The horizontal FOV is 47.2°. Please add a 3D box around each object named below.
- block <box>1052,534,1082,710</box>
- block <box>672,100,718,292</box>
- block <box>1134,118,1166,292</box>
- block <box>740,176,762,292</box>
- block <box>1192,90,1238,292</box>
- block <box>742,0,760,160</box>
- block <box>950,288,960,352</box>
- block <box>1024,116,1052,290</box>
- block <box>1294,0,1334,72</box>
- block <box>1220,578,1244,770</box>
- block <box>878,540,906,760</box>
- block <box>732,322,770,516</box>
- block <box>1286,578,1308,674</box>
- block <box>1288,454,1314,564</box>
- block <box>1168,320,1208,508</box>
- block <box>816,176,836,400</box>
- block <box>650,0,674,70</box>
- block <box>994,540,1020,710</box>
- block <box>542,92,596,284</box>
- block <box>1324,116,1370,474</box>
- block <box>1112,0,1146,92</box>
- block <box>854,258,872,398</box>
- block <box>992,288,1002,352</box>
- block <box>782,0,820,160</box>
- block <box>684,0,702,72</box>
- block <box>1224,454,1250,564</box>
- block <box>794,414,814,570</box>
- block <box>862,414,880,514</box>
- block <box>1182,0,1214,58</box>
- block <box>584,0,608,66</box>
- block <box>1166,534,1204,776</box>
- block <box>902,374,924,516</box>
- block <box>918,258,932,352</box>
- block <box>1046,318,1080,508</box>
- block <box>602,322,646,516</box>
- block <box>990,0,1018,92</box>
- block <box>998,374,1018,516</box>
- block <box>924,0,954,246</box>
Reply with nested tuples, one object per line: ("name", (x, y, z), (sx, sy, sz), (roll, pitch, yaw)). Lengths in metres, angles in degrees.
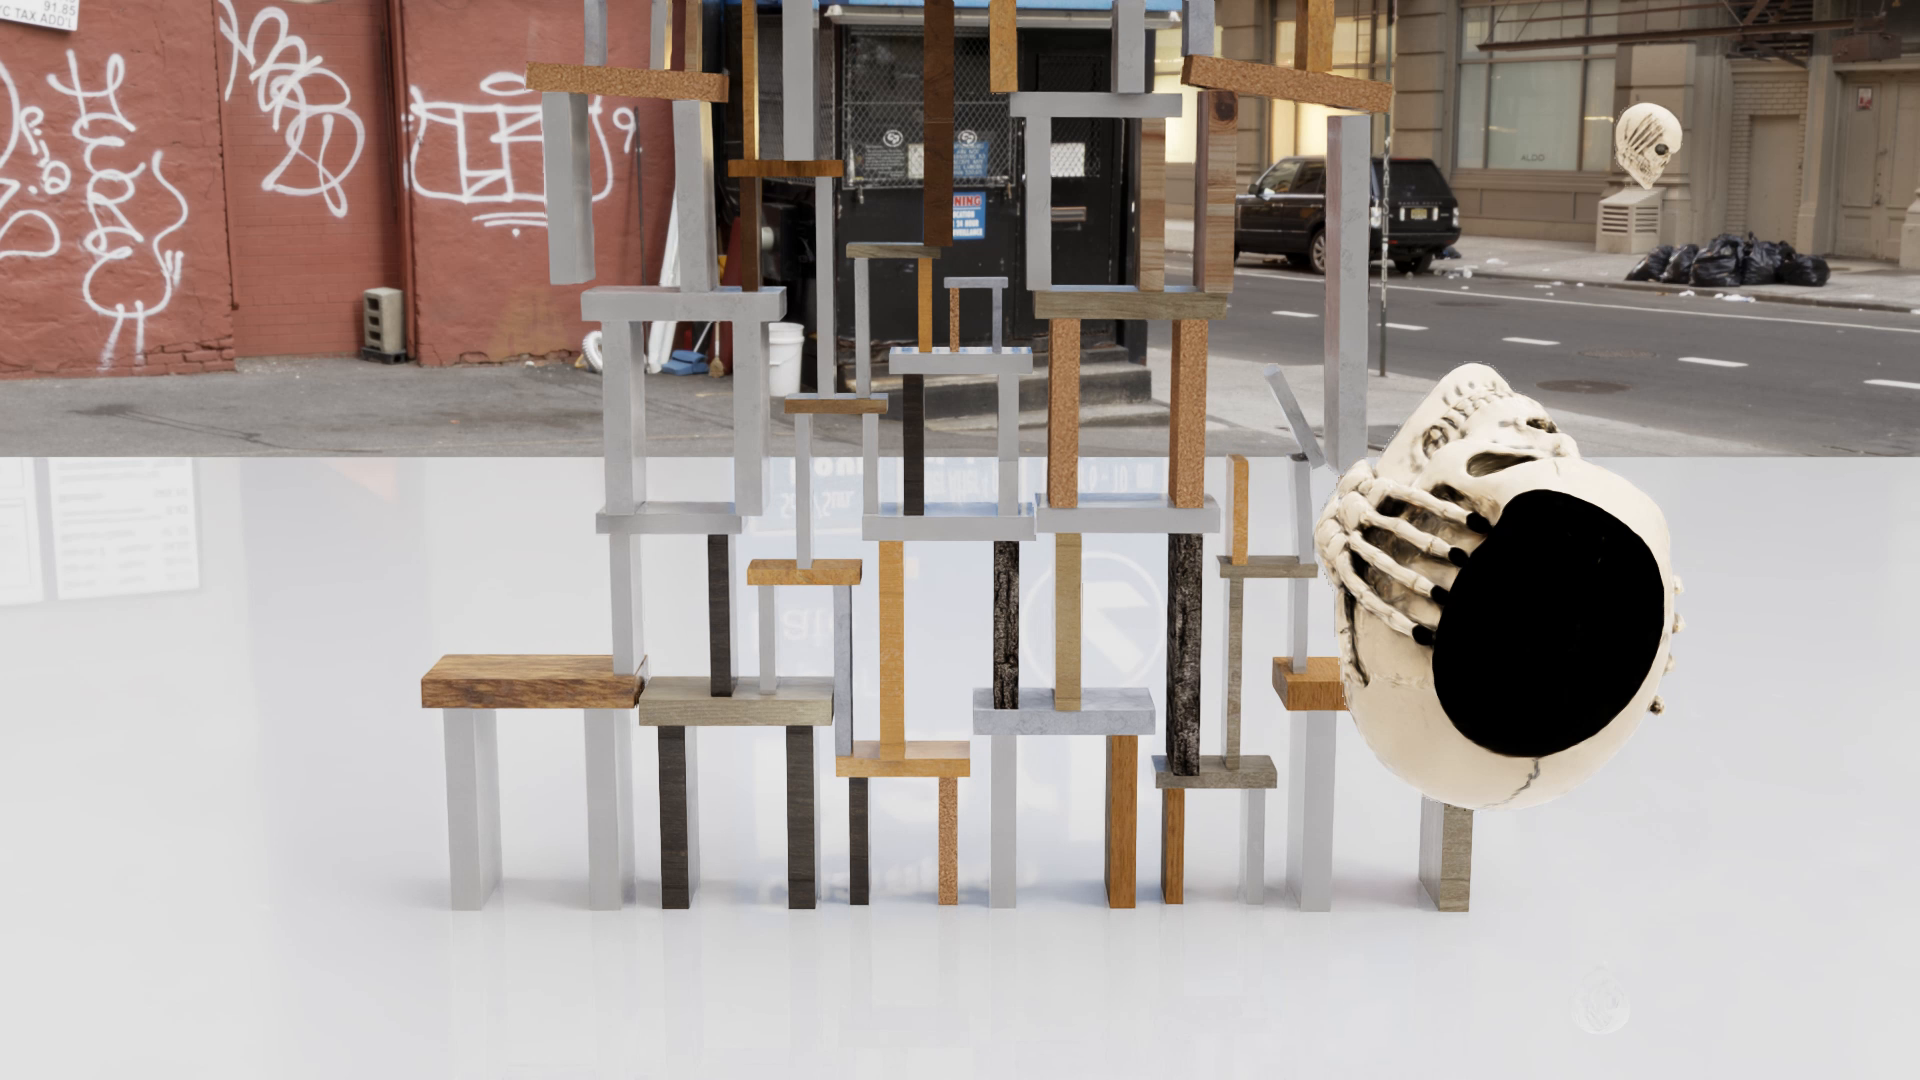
("block", (0.172, 0.119, 3.577), (0.041, 0.290, 0.145), (-1, 11, 0))
("block", (-0.415, -0.541, 3.459), (0.041, 0.292, 0.146), (-1, 11, 1))
("block", (0.298, -0.529, 3.461), (0.037, 0.265, 0.132), (0, 11, 0))
("block", (-0.329, -0.484, 3.471), (0.025, 0.177, 0.089), (0, 11, 0))
("block", (0.399, -0.548, 3.449), (0.043, 0.307, 0.153), (0, 11, -1))
("block", (-0.326, -0.723, 3.426), (0.018, 0.258, 0.063), (0, 10, 0))
("block", (-0.008, -0.351, 3.491), (0.014, 0.101, 0.050), (0, 10, 0))
("block", (0.122, -0.531, 3.461), (0.037, 0.265, 0.132), (0, 11, 0))
("block", (0.549, -0.861, 3.394), (0.039, 0.273, 0.136), (0, 11, 0))
("block", (0.445, 0.211, 3.600), (0.022, 0.318, 0.079), (0, 11, 0))
("block", (-0.109, 0.167, 3.592), (0.039, 0.362, 0.138), (0, 11, 0))
("block", (-0.332, -0.203, 3.519), (0.043, 0.307, 0.153), (0, 11, 0))
("block", (0.551, 0.132, 3.588), (0.022, 0.158, 0.079), (0, 11, 1))
("block", (0.551, -0.051, 3.557), (0.024, 0.167, 0.084), (-5, 10, 1))
("block", (0.364, -0.210, 3.514), (0.042, 0.297, 0.149), (0, 11, 0))
("block", (-0.212, -0.401, 3.488), (0.025, 0.347, 0.089), (0, 11, 0))
("block", (-0.462, -0.806, 3.405), (0.022, 0.152, 0.076), (4, 13, 0))
("block", (0.075, 0.125, 3.584), (0.039, 0.276, 0.138), (0, 11, 0))
("block", (-0.614, -0.554, 3.458), (0.041, 0.293, 0.146), (0, 10, 2))
("block", (0.611, -0.389, 3.481), (0.043, 0.555, 0.153), (-1, 11, 1))
("block", (0.260, -0.838, 3.397), (0.041, 0.288, 0.144), (0, 11, 0))
("block", (-0.154, -0.340, 3.501), (0.021, 0.221, 0.074), (0, 11, 0))
("block", (0.059, -0.351, 3.490), (0.014, 0.101, 0.050), (0, 10, 0))
("block", (-0.247, -0.755, 3.424), (0.046, 0.321, 0.161), (0, 11, 0))
("block", (-0.413, -0.790, 3.414), (0.018, 0.127, 0.063), (2, 11, 0))
("block", (0.447, -0.050, 3.553), (0.024, 0.167, 0.084), (-1, 10, -2))
("block", (-0.250, -0.084, 3.543), (0.023, 0.252, 0.081), (0, 11, 0))
("block", (-0.143, -0.129, 3.534), (0.023, 0.161, 0.081), (0, 10, 0))
("block", (0.368, -0.887, 3.393), (0.039, 0.273, 0.136), (0, 11, 1))
("block", (-0.563, -0.814, 3.403), (0.022, 0.152, 0.076), (3, 16, 1))
("block", (0.365, 0.172, 3.588), (0.041, 0.399, 0.145), (0, 11, 0))
("block", (-0.073, -0.160, 3.528), (0.032, 0.225, 0.113), (0, 11, 0))
("block", (-0.055, -0.375, 3.494), (0.021, 0.148, 0.074), (0, 11, 0))
("block", (0.165, -0.210, 3.514), (0.042, 0.297, 0.149), (0, 10, 0))
("block", (-0.537, -0.203, 3.519), (0.043, 0.307, 0.153), (0, 11, 0))
("block", (0.067, -0.840, 3.400), (0.041, 0.288, 0.144), (-1, 11, 1))
("block", (0.077, -0.160, 3.528), (0.032, 0.225, 0.113), (0, 11, 0))
("block", (-0.032, -0.691, 3.436), (0.046, 0.452, 0.161), (0, 11, 0))
